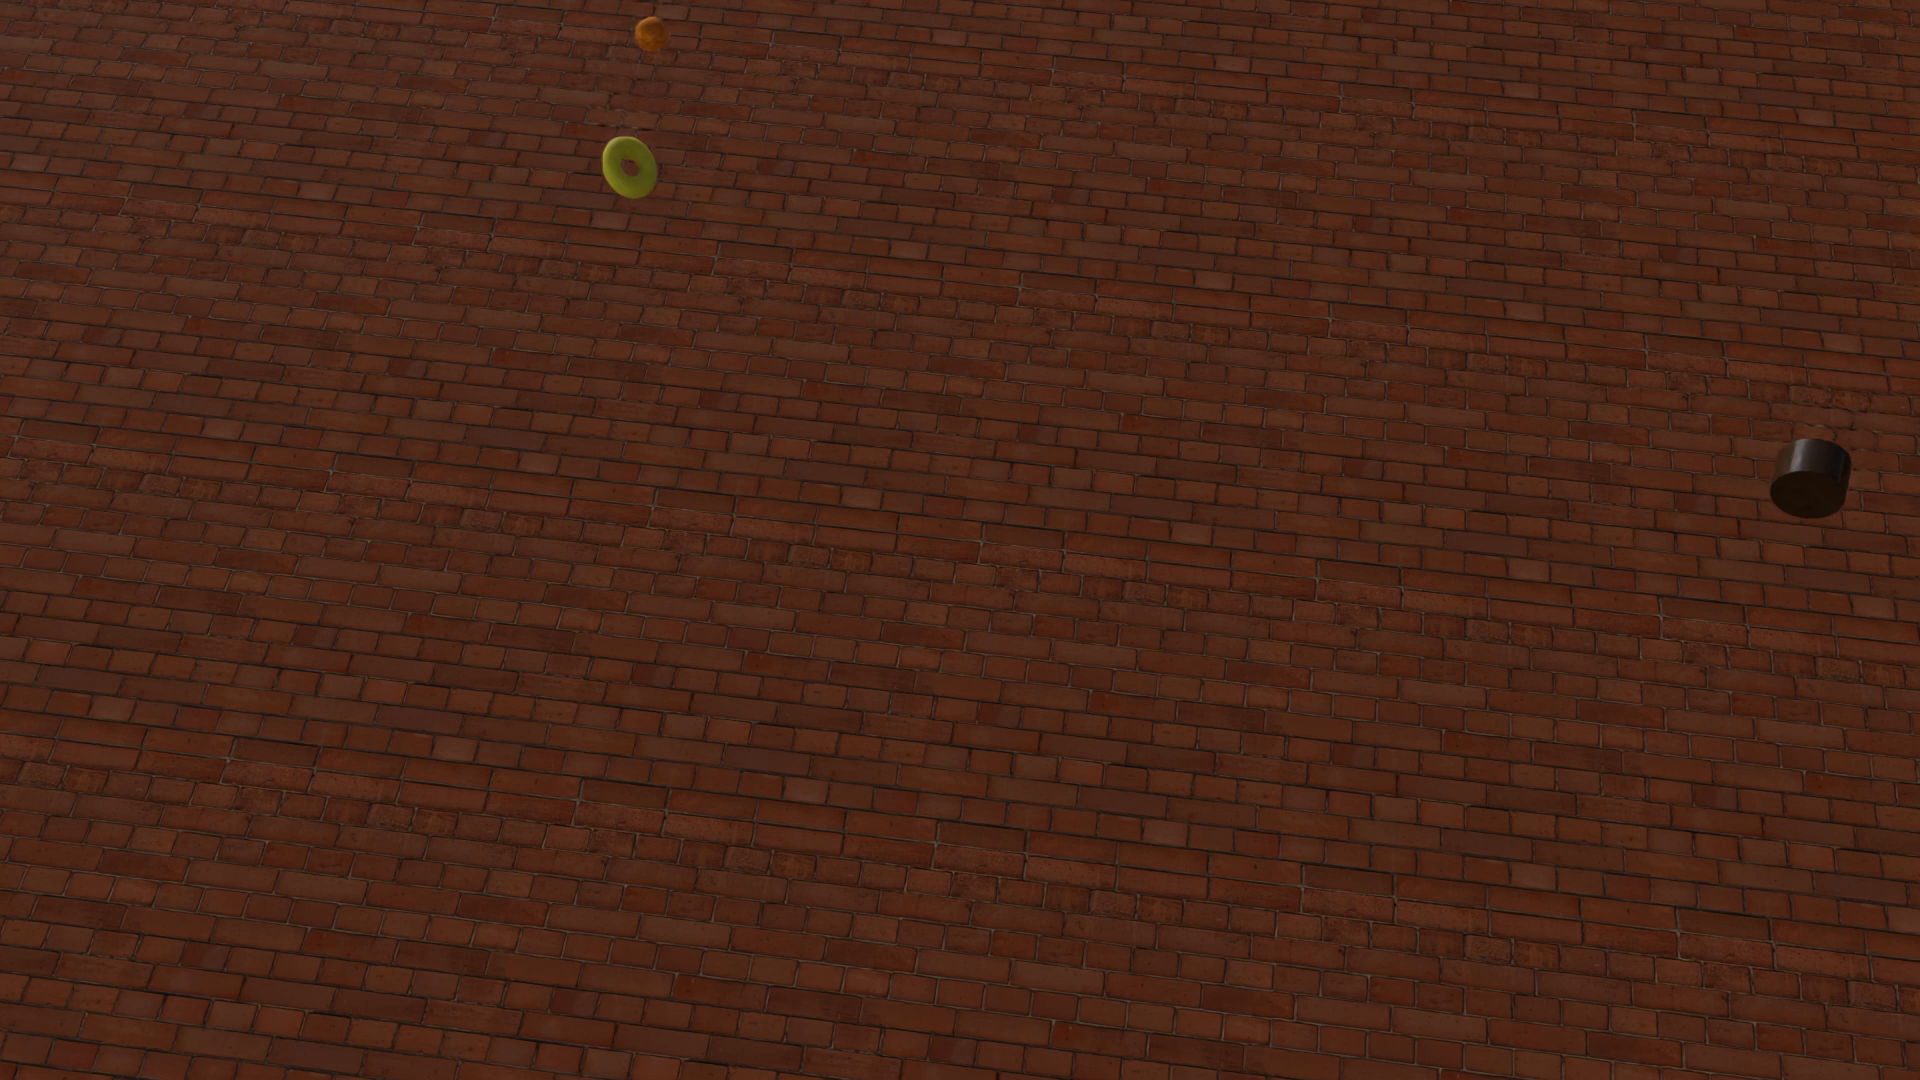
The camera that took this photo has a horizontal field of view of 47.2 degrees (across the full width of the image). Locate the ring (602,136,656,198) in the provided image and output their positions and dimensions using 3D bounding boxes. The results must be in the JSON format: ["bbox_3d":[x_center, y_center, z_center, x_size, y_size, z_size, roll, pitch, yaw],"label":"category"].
[{"bbox_3d":[-0.626,-0.706,4.168,0.104,0.037,0.127,-13,80,-25],"label":"ring"}]

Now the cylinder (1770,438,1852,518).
[{"bbox_3d":[1.346,-0.097,3.479,0.112,0.106,0.074,-5,43,37],"label":"cylinder"}]
